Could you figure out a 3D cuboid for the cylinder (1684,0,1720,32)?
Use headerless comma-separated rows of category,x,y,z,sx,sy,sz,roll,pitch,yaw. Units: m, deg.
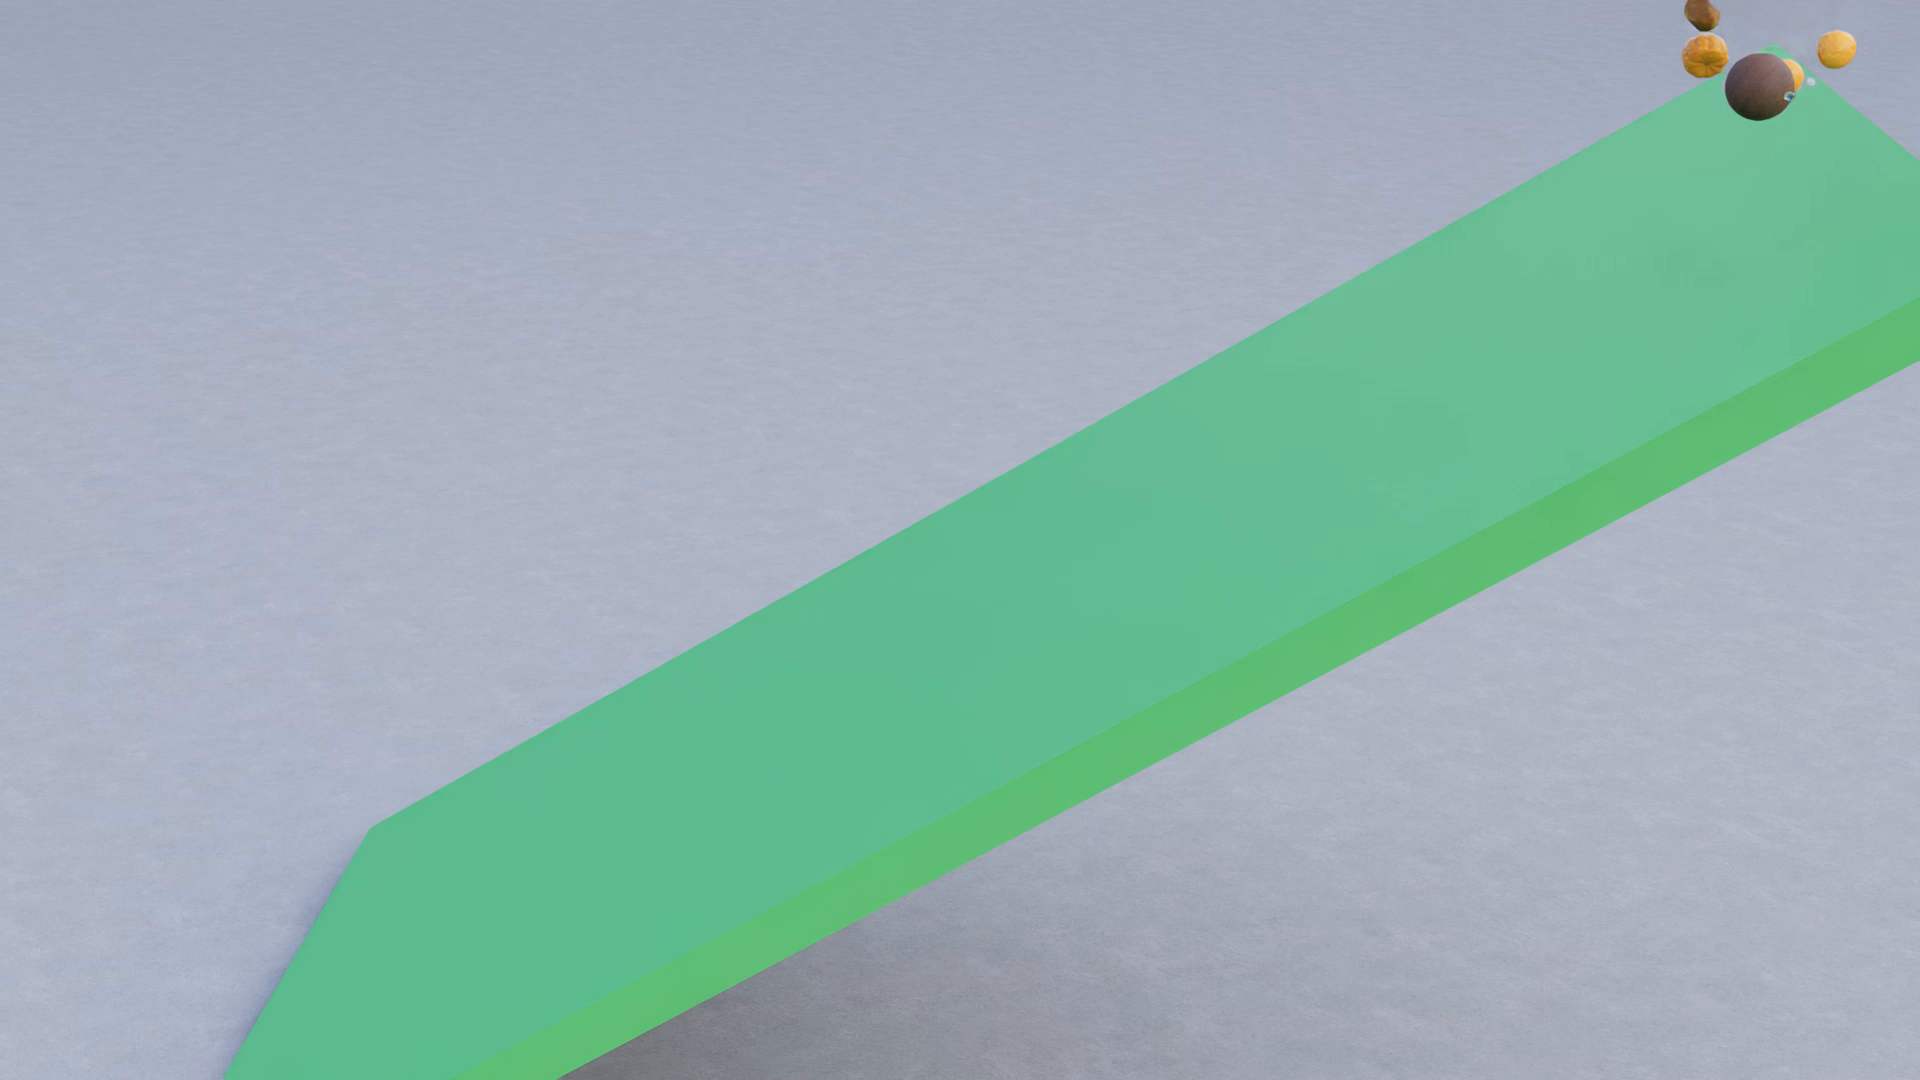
cylinder,1.498,-1.062,5.936,0.054,0.054,0.054,17,-5,40

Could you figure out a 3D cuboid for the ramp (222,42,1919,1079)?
ramp,0.142,0.168,6.287,4.000,0.100,2.000,-29,15,13
